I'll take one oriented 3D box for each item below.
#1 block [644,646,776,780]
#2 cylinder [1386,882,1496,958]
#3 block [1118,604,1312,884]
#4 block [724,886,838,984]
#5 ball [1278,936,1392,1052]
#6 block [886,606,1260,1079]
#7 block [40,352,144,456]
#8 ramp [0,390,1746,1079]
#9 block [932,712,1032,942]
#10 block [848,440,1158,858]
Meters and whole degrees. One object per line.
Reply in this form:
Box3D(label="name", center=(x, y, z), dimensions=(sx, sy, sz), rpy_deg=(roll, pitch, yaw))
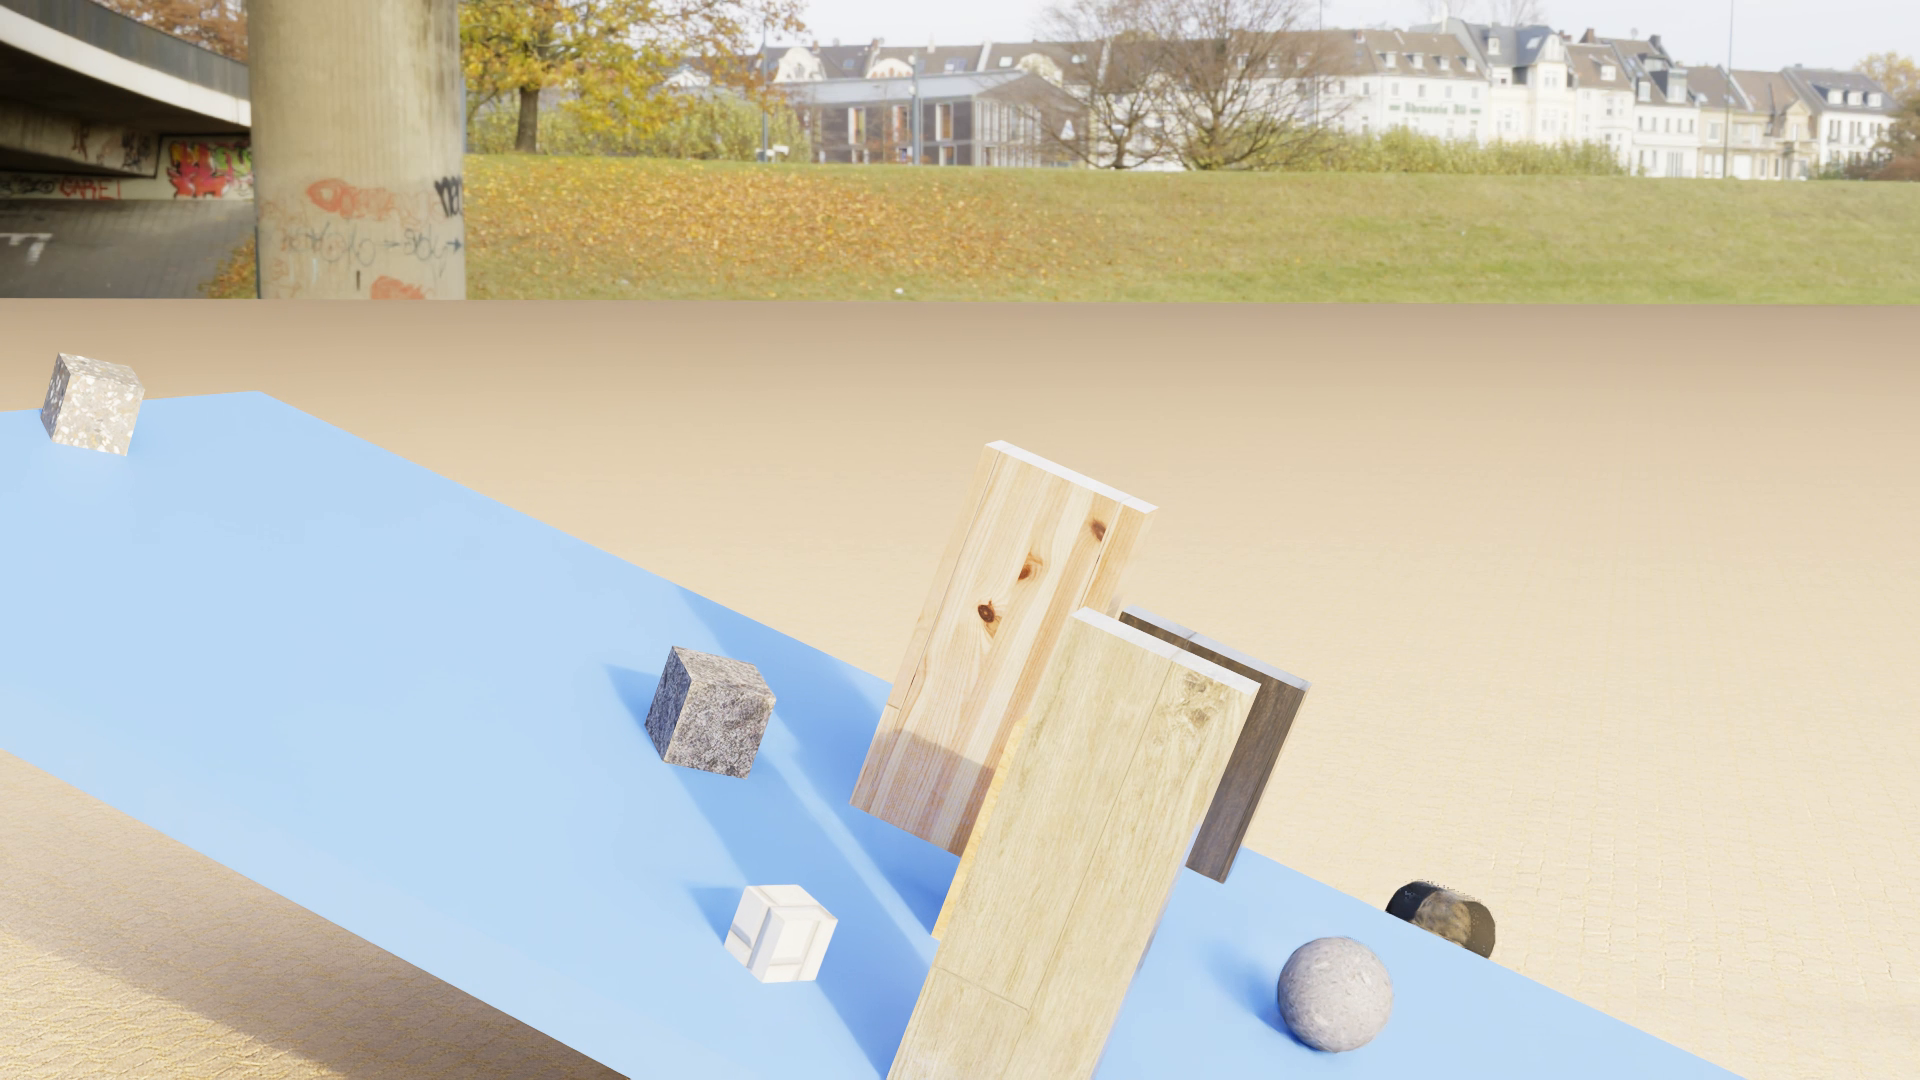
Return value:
Box3D(label="block", center=(-0.487, 0.334, 4.272), dimensions=(0.174, 0.174, 0.174), rpy_deg=(15, 14, -25))
Box3D(label="cylinder", center=(1.277, 1.037, 5.863), dimensions=(0.210, 0.210, 0.210), rpy_deg=(-3, 7, -26))
Box3D(label="block", center=(0.467, 0.436, 4.720), dimensions=(0.421, 0.457, 0.101), rpy_deg=(24, 13, 13))
Box3D(label="block", center=(-0.286, 0.627, 3.508), dimensions=(0.110, 0.110, 0.110), rpy_deg=(8, 18, -45))
Box3D(label="ball", center=(0.682, 0.826, 4.000), dimensions=(0.207, 0.207, 0.207), rpy_deg=(0, 7, 0))
Box3D(label="block", center=(0.158, 0.507, 3.202), dimensions=(0.277, 0.771, 0.090), rpy_deg=(24, 13, 13))
Box3D(label="block", center=(-1.871, -0.294, 4.741), dimensions=(0.154, 0.154, 0.154), rpy_deg=(12, 15, -35))
Box3D(label="ramp", center=(-0.316, 0.566, 4.200), dimensions=(4.000, 0.100, 2.000), rpy_deg=(24, 13, 13))
Box3D(label="block", center=(0.169, 0.554, 3.837), dimensions=(0.290, 0.418, 0.128), rpy_deg=(24, 13, 13))
Box3D(label="block", center=(0.079, 0.228, 4.258), dimensions=(0.335, 0.767, 0.114), rpy_deg=(24, 13, 13))
